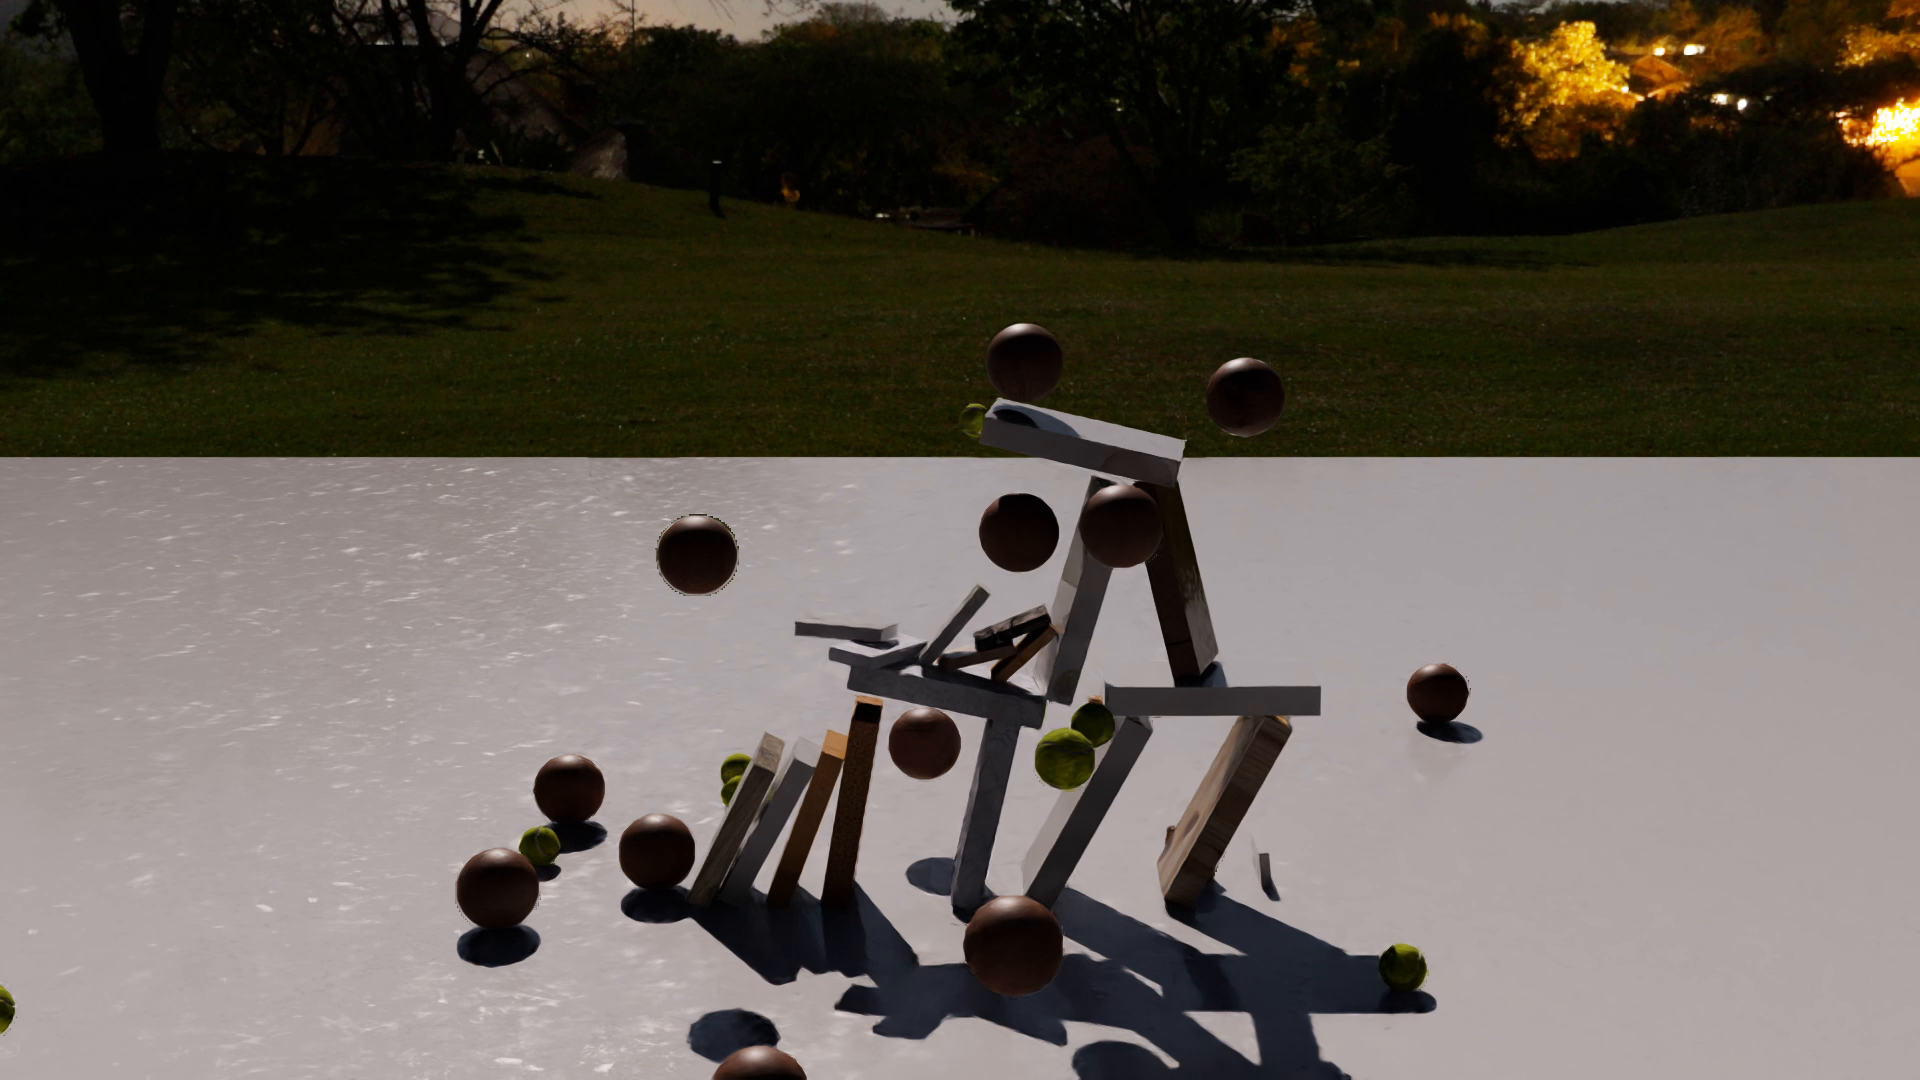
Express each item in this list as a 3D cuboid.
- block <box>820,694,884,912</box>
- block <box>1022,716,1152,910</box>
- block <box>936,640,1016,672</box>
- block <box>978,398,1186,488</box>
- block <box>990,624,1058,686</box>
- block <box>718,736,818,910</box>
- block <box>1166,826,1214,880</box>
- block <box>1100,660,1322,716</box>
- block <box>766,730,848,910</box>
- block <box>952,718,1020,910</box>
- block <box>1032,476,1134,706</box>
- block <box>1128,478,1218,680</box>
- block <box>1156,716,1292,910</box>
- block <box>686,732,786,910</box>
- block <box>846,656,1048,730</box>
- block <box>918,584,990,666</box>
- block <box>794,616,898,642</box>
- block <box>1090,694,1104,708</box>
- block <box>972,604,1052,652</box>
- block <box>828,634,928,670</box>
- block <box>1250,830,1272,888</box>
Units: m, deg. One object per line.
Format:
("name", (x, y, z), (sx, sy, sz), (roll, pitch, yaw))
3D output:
("block", (-0.178, 0.432, 3.635), (0.045, 0.319, 0.160), (10, 11, -1))
("block", (0.207, 0.429, 3.640), (0.049, 0.345, 0.172), (28, 9, -5))
("block", (0.026, 0.186, 3.596), (0.127, 0.018, 0.063), (-13, 12, -1))
("block", (0.203, -0.160, 3.590), (0.321, 0.046, 0.161), (13, 16, 5))
("block", (0.103, 0.182, 3.588), (0.127, 0.018, 0.063), (-43, 10, 5))
("block", (-0.316, 0.466, 3.637), (0.038, 0.271, 0.135), (28, 9, -6))
("block", (0.396, 0.538, 3.784), (0.017, 0.060, 0.120), (-2, 10, -31))
("block", (0.407, 0.243, 3.609), (0.345, 0.049, 0.172), (0, 11, 1))
("block", (-0.251, 0.460, 3.637), (0.038, 0.271, 0.135), (21, 10, -3))
("block", (0.042, 0.432, 3.636), (0.045, 0.319, 0.160), (12, 10, -2))
("block", (0.198, 0.080, 3.585), (0.046, 0.350, 0.161), (15, 10, -8))
("block", (0.352, 0.053, 3.616), (0.046, 0.321, 0.161), (-12, 6, 19))
("block", (0.434, 0.428, 3.640), (0.049, 0.345, 0.172), (27, 10, -4))
("block", (-0.368, 0.461, 3.613), (0.038, 0.271, 0.135), (26, 17, -5))
("block", (-0.020, 0.236, 3.601), (0.320, 0.045, 0.160), (12, 10, -1))
("block", (-0.009, 0.138, 3.583), (0.022, 0.152, 0.076), (40, 1, -4))
("block", (-0.187, 0.146, 3.618), (0.152, 0.022, 0.076), (4, 7, 18))
("block", (0.347, 0.354, 4.894), (0.060, 0.017, 0.120), (9, 14, 40))
("block", (0.085, 0.144, 3.594), (0.127, 0.018, 0.063), (-22, 12, 1))
("block", (-0.131, 0.179, 3.583), (0.076, 0.022, 0.208), (13, 10, 23))
("block", (0.513, 0.544, 3.751), (0.017, 0.060, 0.120), (-5, 10, 1))
